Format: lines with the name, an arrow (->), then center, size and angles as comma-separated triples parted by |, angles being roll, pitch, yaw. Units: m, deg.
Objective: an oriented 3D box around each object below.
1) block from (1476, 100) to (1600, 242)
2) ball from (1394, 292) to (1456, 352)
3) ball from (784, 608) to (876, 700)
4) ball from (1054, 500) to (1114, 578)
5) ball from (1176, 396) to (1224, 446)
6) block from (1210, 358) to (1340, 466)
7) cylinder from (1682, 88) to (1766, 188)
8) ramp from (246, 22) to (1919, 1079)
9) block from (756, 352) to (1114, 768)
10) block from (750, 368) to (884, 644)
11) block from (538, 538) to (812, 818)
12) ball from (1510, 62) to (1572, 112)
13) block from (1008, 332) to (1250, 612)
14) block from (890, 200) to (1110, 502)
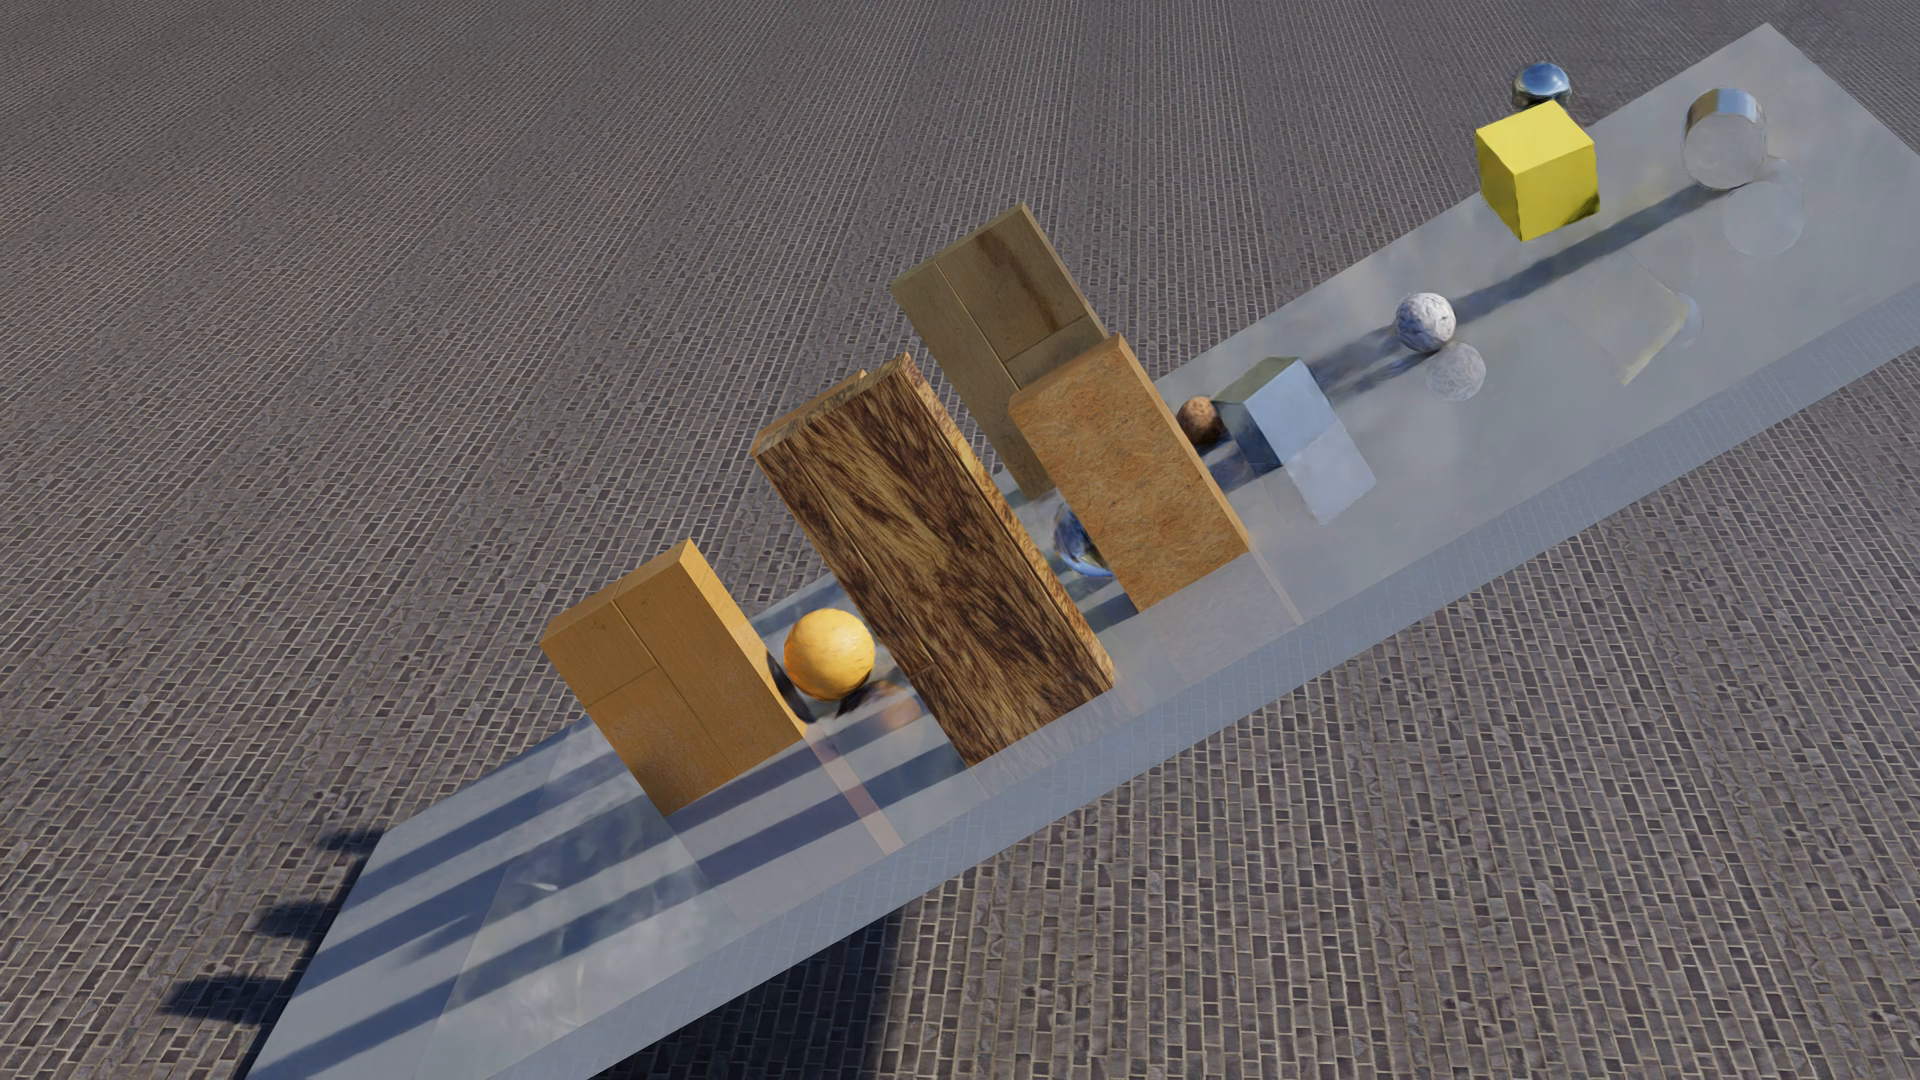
block -> 1.194, -0.763, 6.078 | 0.179, 0.179, 0.179 | -22, 43, -5
ball -> 0.960, -0.449, 6.071 | 0.125, 0.125, 0.125 | 0, 20, 0
ball -> -0.282, 0.247, 6.355 | 0.199, 0.199, 0.199 | 0, 20, 0
ball -> 0.285, -0.018, 6.010 | 0.190, 0.190, 0.190 | 0, 20, 0
ball -> 0.526, -0.260, 6.426 | 0.106, 0.106, 0.106 | 0, 20, 0
block -> 0.650, -0.268, 6.087 | 0.158, 0.158, 0.158 | -38, 15, -15
cylinder -> 1.535, -0.808, 5.907 | 0.160, 0.160, 0.160 | 5, 27, 13
ramp -> 0.140, 0.170, 6.293 | 4.000, 0.100, 2.000 | -30, 15, 13
block -> -0.040, 0.041, 5.467 | 0.318, 0.724, 0.118 | -30, 15, 13
block -> -0.194, -0.073, 6.528 | 0.280, 0.529, 0.150 | -30, 15, 13
block -> -0.612, 0.299, 6.349 | 0.366, 0.474, 0.146 | -30, 15, 13
ball -> 1.218, -0.940, 6.165 | 0.124, 0.124, 0.124 | 0, 20, 0
block -> 0.329, -0.129, 5.701 | 0.249, 0.481, 0.104 | -30, 15, 13
block -> 0.153, -0.431, 6.778 | 0.357, 0.601, 0.083 | -30, 15, 13
